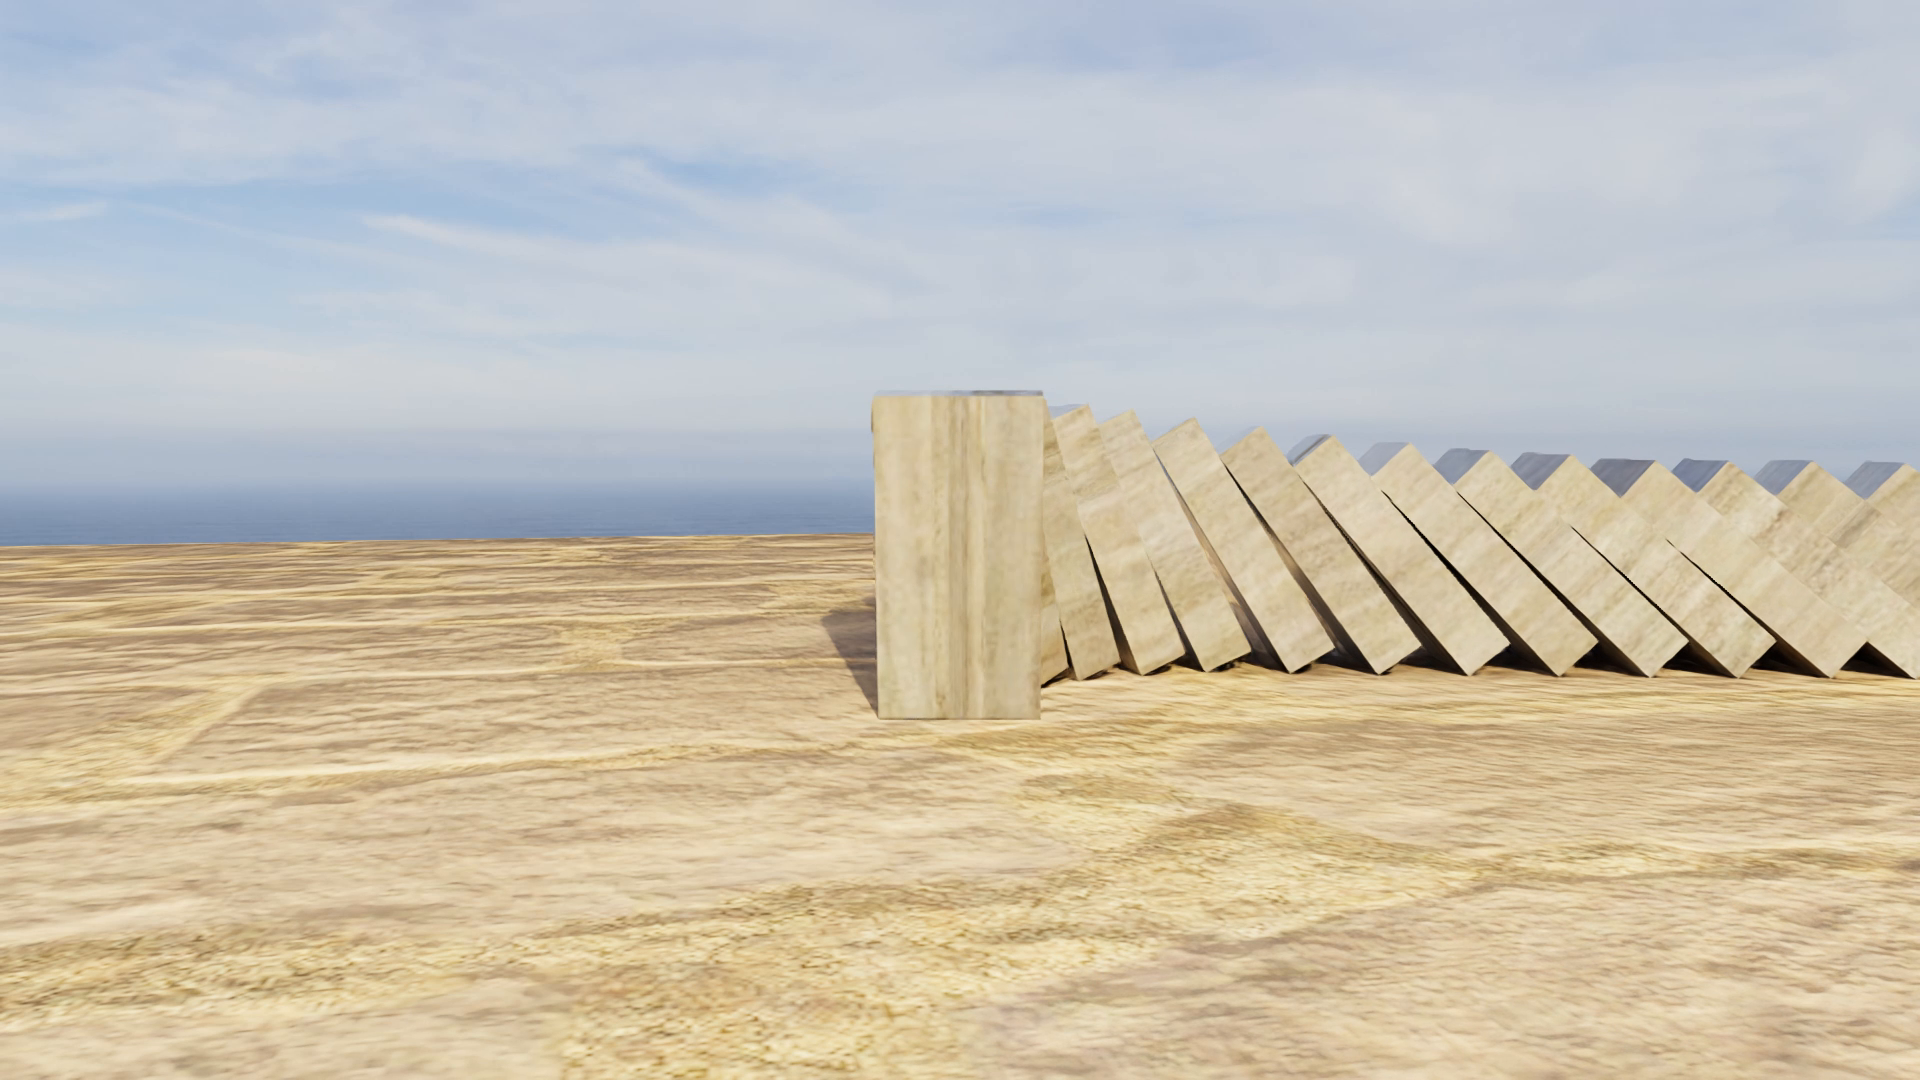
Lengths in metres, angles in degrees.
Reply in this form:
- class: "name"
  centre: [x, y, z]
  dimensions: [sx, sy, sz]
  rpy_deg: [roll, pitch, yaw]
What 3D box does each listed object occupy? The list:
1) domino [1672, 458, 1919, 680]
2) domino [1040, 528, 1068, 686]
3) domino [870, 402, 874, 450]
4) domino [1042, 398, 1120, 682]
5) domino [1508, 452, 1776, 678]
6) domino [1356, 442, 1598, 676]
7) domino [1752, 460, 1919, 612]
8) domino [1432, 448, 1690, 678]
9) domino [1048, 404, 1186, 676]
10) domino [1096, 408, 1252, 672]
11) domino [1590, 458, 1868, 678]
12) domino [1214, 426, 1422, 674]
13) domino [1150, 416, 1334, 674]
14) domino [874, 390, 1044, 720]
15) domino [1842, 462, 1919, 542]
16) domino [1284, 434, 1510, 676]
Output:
- class: "domino"
  centre: [0.160, 0.004, 0.246]
  dimensions: [0.050, 0.010, 0.025]
  rpy_deg: [41, 11, 6]
- class: "domino"
  centre: [0.002, 0.000, 0.227]
  dimensions: [0.025, 0.050, 0.009]
  rpy_deg: [3, 21, 42]
- class: "domino"
  centre: [0.000, 0.001, 0.211]
  dimensions: [0.025, 0.050, 0.009]
  rpy_deg: [1, 17, 9]
- class: "domino"
  centre: [0.012, 0.000, 0.237]
  dimensions: [0.010, 0.050, 0.025]
  rpy_deg: [-23, 14, -23]
- class: "domino"
  centre: [0.127, 0.004, 0.245]
  dimensions: [0.050, 0.010, 0.025]
  rpy_deg: [43, 6, 1]
- class: "domino"
  centre: [0.097, 0.003, 0.246]
  dimensions: [0.010, 0.050, 0.025]
  rpy_deg: [-43, 0, 6]
- class: "domino"
  centre: [0.175, 0.005, 0.244]
  dimensions: [0.050, 0.009, 0.025]
  rpy_deg: [42, 15, 10]
- class: "domino"
  centre: [0.112, 0.003, 0.245]
  dimensions: [0.050, 0.009, 0.025]
  rpy_deg: [44, 6, 0]
- class: "domino"
  centre: [0.025, -0.001, 0.244]
  dimensions: [0.010, 0.050, 0.025]
  rpy_deg: [-25, 10, -12]
- class: "domino"
  centre: [0.039, -0.001, 0.250]
  dimensions: [0.010, 0.050, 0.025]
  rpy_deg: [-26, 3, 4]
- class: "domino"
  centre: [0.143, 0.004, 0.245]
  dimensions: [0.050, 0.010, 0.025]
  rpy_deg: [41, 6, 1]
- class: "domino"
  centre: [0.067, 0.001, 0.248]
  dimensions: [0.010, 0.050, 0.025]
  rpy_deg: [-36, 1, 6]
- class: "domino"
  centre: [0.053, 0.000, 0.249]
  dimensions: [0.009, 0.050, 0.025]
  rpy_deg: [-31, 1, 6]
- class: "domino"
  centre: [0.000, 0.002, 0.197]
  dimensions: [0.025, 0.050, 0.010]
  rpy_deg: [0, 12, 1]
- class: "domino"
  centre: [0.191, 0.005, 0.239]
  dimensions: [0.050, 0.009, 0.025]
  rpy_deg: [42, 17, 13]
- class: "domino"
  centre: [0.082, 0.002, 0.247]
  dimensions: [0.010, 0.050, 0.025]
  rpy_deg: [-40, 0, 6]
